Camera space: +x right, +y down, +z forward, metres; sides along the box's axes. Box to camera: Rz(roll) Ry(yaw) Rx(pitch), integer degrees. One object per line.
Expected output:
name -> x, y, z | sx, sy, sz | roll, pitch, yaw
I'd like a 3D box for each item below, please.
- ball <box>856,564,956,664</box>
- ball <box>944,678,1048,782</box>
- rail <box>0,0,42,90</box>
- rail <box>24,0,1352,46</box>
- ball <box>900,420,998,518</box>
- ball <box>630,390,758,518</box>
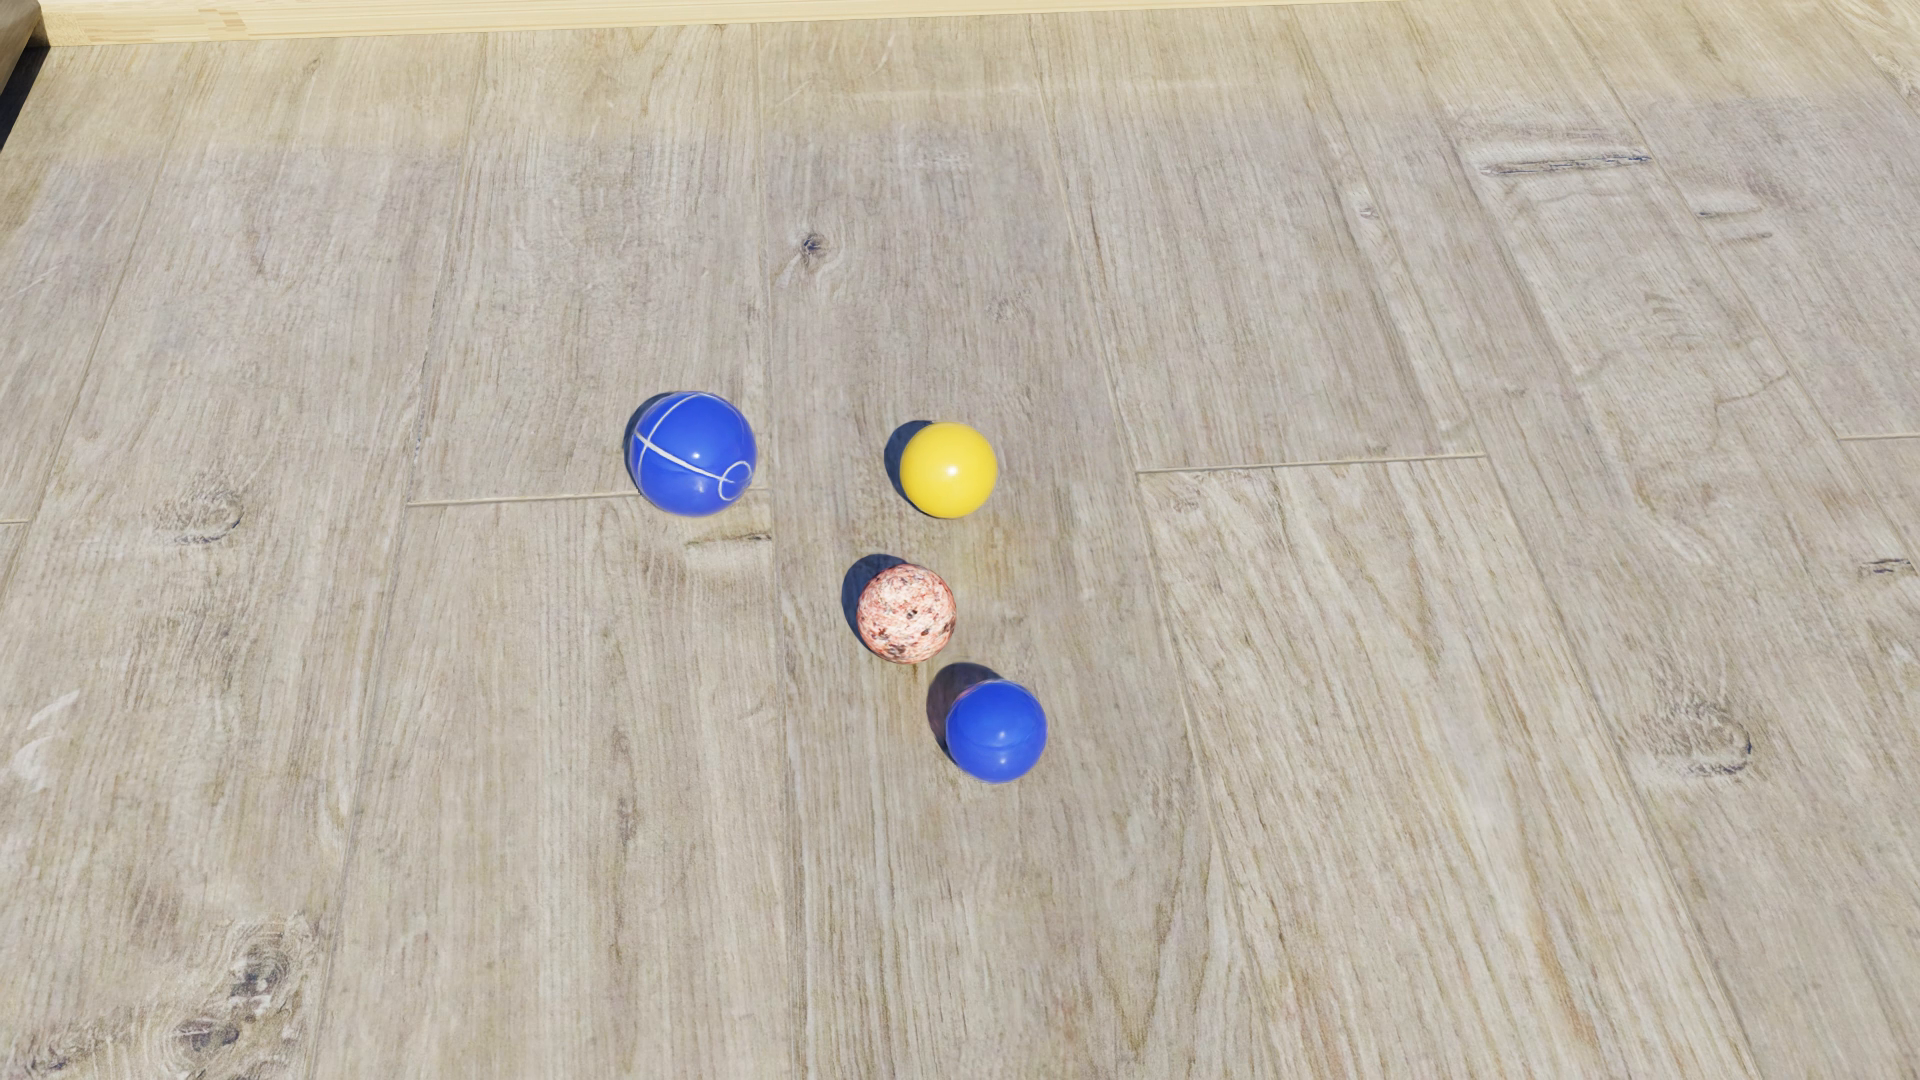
ball -> -0.033, 0.046, 1.599 | 0.063, 0.063, 0.063 | 0, 36, 0
ball -> 0.022, 0.112, 1.510 | 0.061, 0.061, 0.061 | 0, 36, 0
rail -> -0.767, 0.019, 1.593 | 0.045, 0.111, 1.760 | -3, 36, -4
rail -> 0.722, -0.555, 2.385 | 3.173, 0.111, 0.045 | -3, 36, -4
ball -> -0.007, -0.047, 1.725 | 0.066, 0.066, 0.066 | 0, 36, 0
ball -> -0.179, -0.057, 1.722 | 0.086, 0.086, 0.086 | 0, 36, 0
